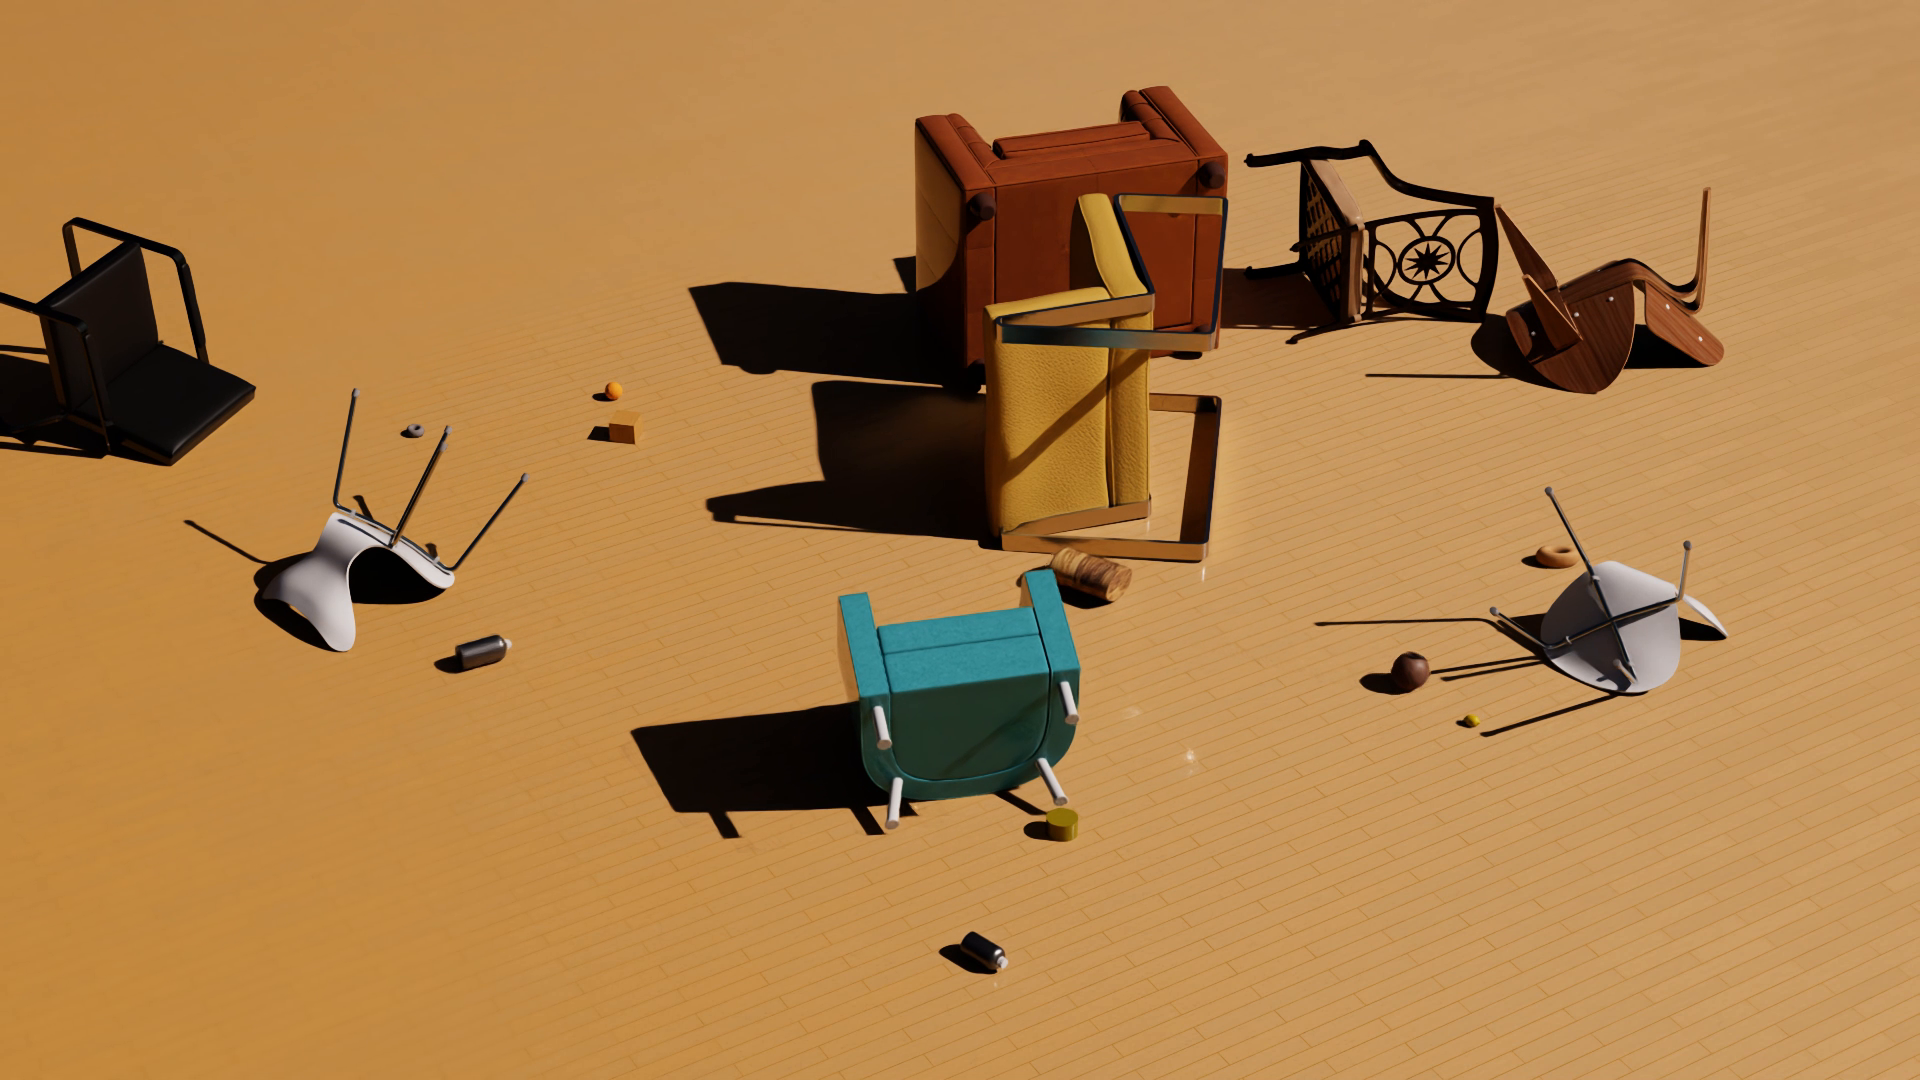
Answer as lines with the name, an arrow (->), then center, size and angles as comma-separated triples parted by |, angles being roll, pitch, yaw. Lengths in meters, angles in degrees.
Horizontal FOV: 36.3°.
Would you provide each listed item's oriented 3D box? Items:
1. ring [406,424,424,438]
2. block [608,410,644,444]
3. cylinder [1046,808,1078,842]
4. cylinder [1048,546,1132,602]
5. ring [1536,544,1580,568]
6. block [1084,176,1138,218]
ring -> -2.149, -0.431, 11.570 | 0.072, 0.033, 0.066 | 16, 38, 21
block -> -1.315, -0.445, 11.542 | 0.103, 0.085, 0.105 | 7, 34, 10
cylinder -> 0.330, 0.922, 9.486 | 0.105, 0.065, 0.094 | 4, 34, 6
cylinder -> 0.471, 0.124, 10.642 | 0.247, 0.123, 0.192 | 19, 27, 26
ring -> 2.202, 0.060, 10.800 | 0.161, 0.060, 0.091 | 2, 32, 1
block -> 0.681, -1.544, 13.207 | 0.132, 0.088, 0.219 | -24, 40, -31
